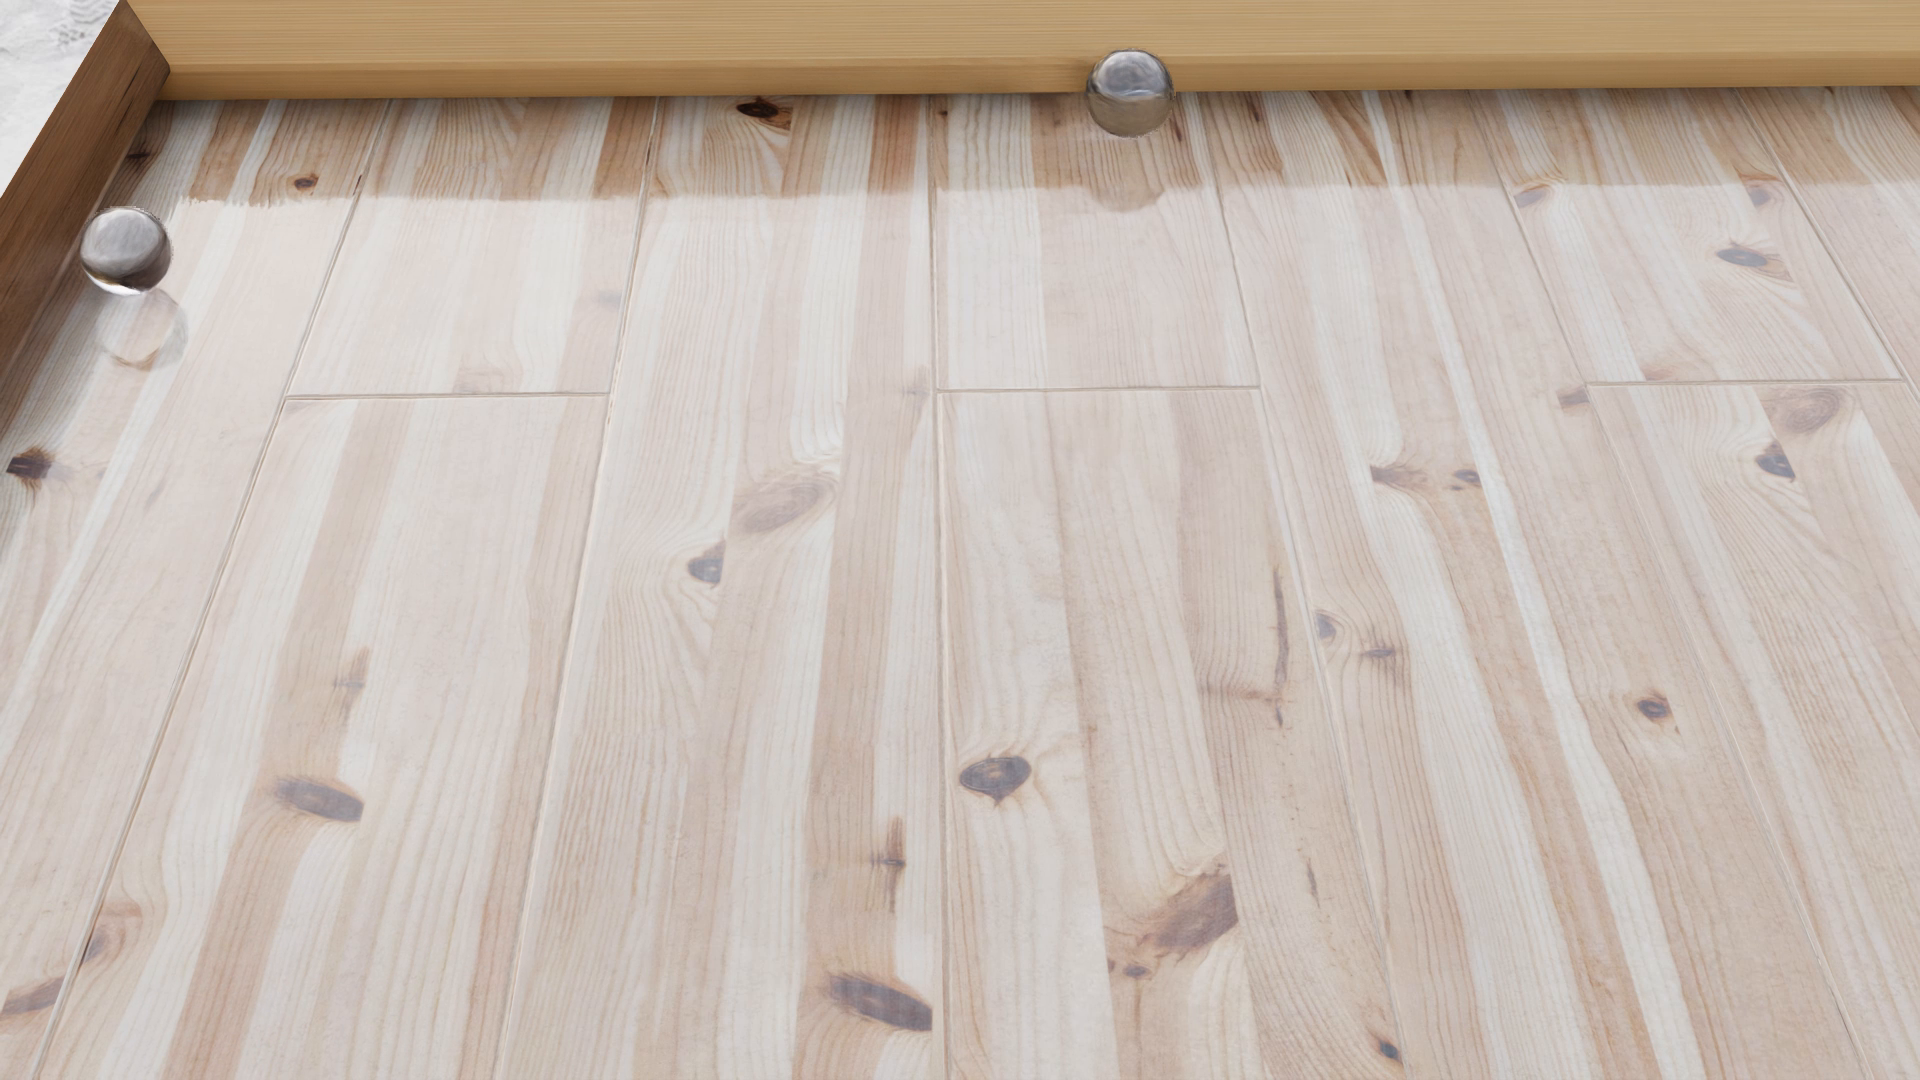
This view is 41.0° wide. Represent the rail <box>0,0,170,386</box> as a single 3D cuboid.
[{"bbox_3d":[-0.722,-0.009,1.734,0.045,0.103,1.520,-1,36,-1],"label":"rail"}]

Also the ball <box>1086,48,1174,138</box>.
[{"bbox_3d":[0.152,-0.401,2.302,0.079,0.079,0.079,0,36,0],"label":"ball"}]

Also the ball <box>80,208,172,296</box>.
[{"bbox_3d":[-0.675,-0.233,2.075,0.071,0.071,0.071,0,36,0],"label":"ball"}]

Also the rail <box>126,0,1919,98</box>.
[{"bbox_3d":[0.731,-0.455,2.355,2.982,0.103,0.045,-1,36,-1],"label":"rail"}]
